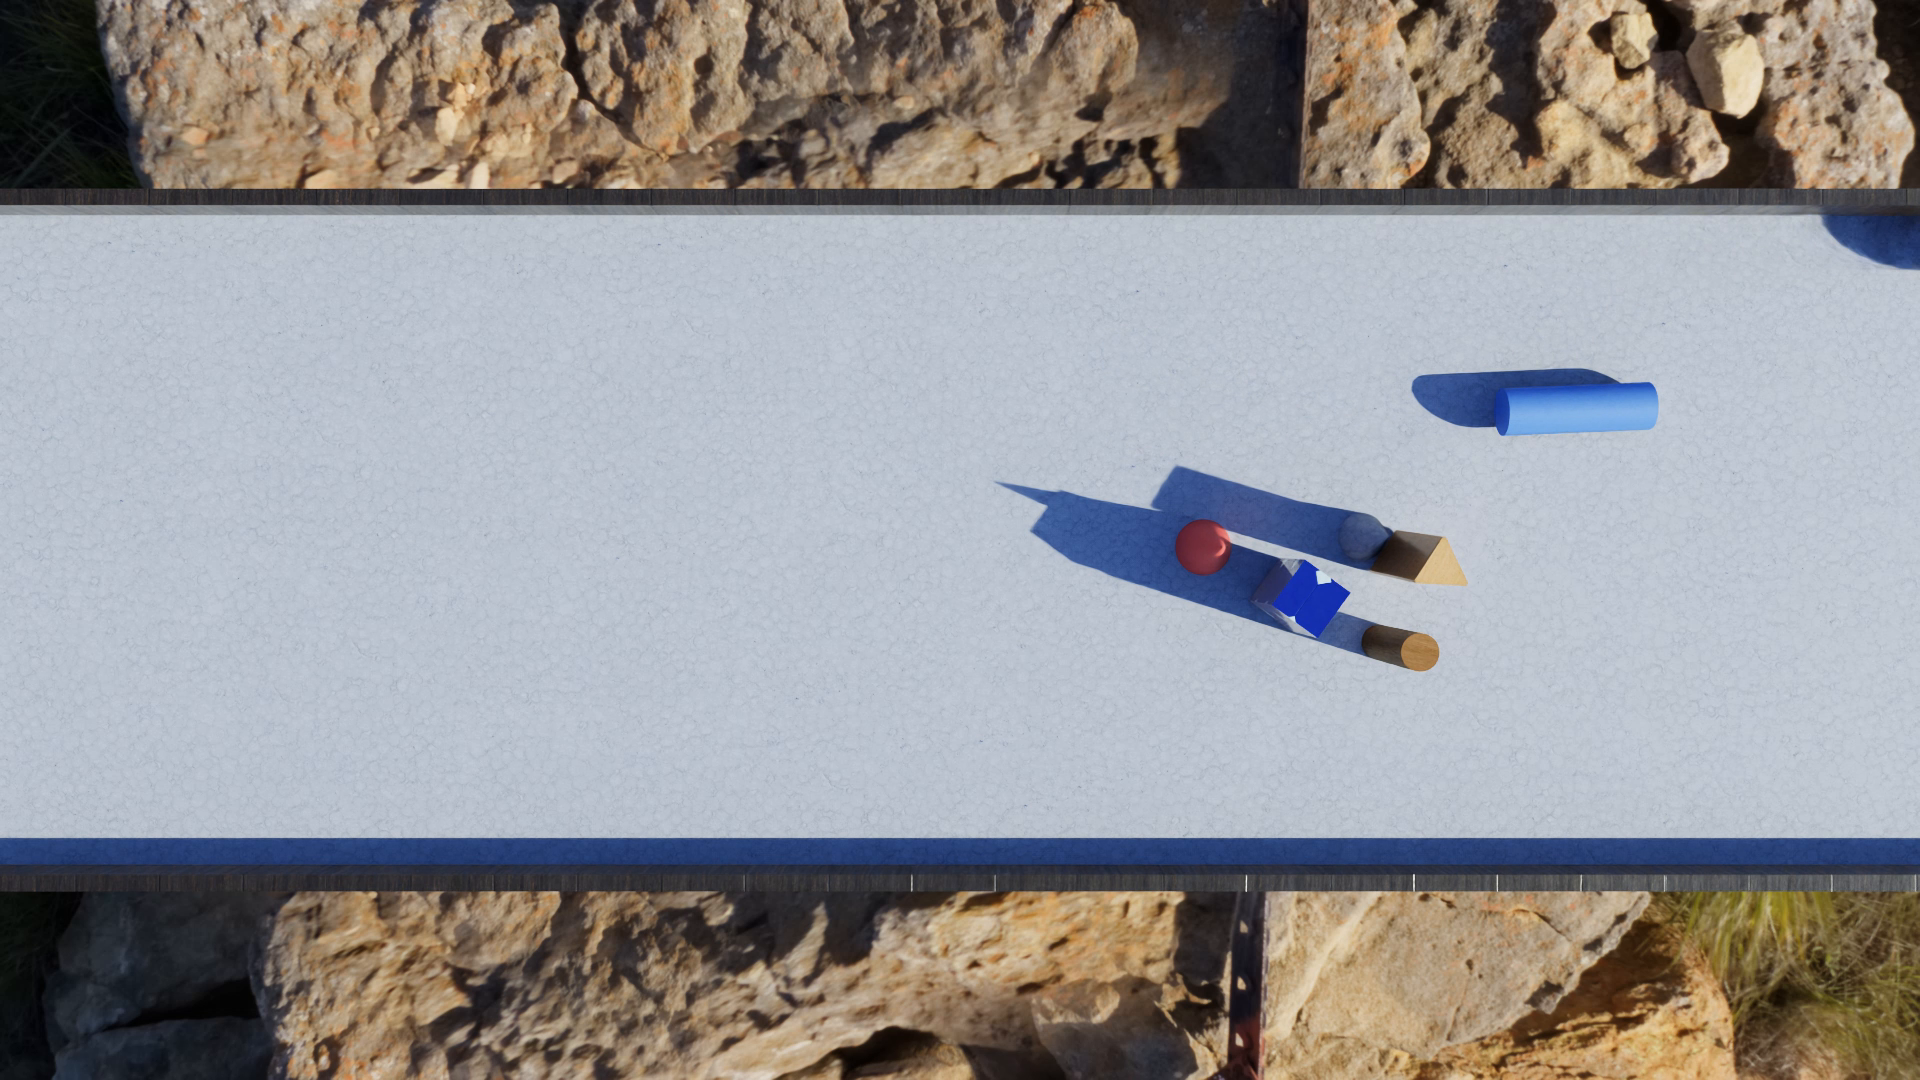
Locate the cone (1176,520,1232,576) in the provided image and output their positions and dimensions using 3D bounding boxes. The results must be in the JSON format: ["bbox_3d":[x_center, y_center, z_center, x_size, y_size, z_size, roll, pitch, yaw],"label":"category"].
[{"bbox_3d":[0.749,0.022,4.890,0.173,0.373,0.173,0,90,0],"label":"cone"}]

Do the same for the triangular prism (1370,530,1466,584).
[{"bbox_3d":[1.355,0.046,4.875,0.153,0.385,0.133,3,93,-5],"label":"triangular prism"}]

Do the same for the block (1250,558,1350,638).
[{"bbox_3d":[1.001,0.168,4.887,0.161,0.379,0.161,36,90,0],"label":"block"}]

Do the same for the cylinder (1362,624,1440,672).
[{"bbox_3d":[1.290,0.315,4.849,0.108,0.456,0.108,0,90,0],"label":"cylinder"}]

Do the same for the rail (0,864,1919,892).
[{"bbox_3d":[-2.247,1.025,5.001,12.000,0.150,0.050,0,90,0],"label":"rail"}]

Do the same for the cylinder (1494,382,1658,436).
[{"bbox_3d":[1.867,-0.398,5.004,0.446,0.145,0.145,-2,90,0],"label":"cylinder"}]

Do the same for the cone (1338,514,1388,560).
[{"bbox_3d":[1.237,-0.010,4.915,0.146,0.323,0.146,0,90,0],"label":"cone"}]

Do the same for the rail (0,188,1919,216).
[{"bbox_3d":[-2.247,-1.025,5.002,12.000,0.150,0.050,0,90,0],"label":"rail"}]
